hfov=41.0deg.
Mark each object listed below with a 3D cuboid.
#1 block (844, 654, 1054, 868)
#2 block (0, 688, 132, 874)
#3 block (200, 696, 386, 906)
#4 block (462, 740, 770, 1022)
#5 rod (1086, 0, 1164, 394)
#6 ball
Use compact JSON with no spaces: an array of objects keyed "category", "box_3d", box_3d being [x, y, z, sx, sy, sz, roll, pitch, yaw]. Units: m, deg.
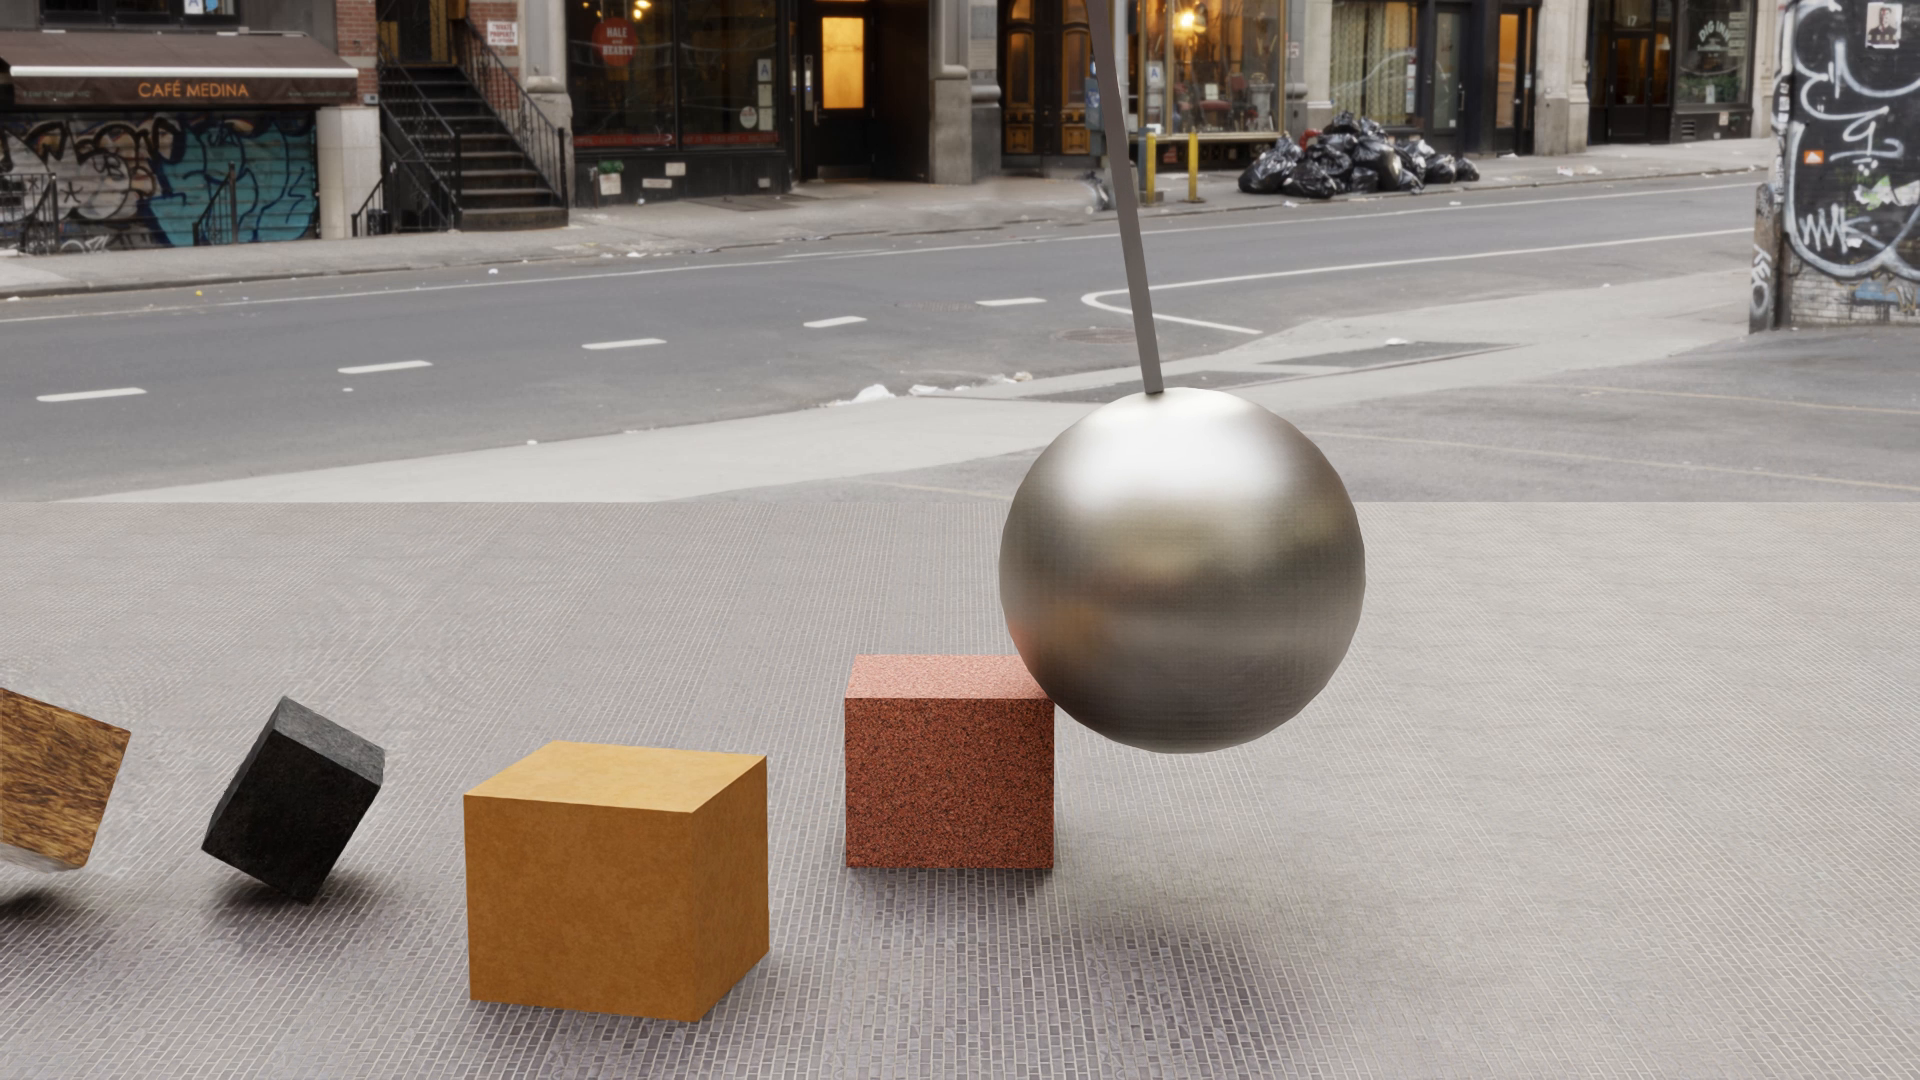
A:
[{"category":"block","box_3d":[-0.038,1.007,11.846,0.930,0.780,0.863,0,10,1]},{"category":"block","box_3d":[-4.066,1.013,10.939,0.722,0.603,0.638,24,-21,-28]},{"category":"block","box_3d":[-2.893,1.126,11.177,0.514,0.603,0.611,31,3,-14]},{"category":"block","box_3d":[-1.326,1.315,10.052,0.922,0.817,0.830,3,11,15]},{"category":"rod","box_3d":[0.419,-3.167,10.605,0.080,5.200,0.080,-9,10,2]},{"category":"ball","box_3d":[0.966,0.135,11.205,1.600,1.600,1.600,0,10,0]}]
